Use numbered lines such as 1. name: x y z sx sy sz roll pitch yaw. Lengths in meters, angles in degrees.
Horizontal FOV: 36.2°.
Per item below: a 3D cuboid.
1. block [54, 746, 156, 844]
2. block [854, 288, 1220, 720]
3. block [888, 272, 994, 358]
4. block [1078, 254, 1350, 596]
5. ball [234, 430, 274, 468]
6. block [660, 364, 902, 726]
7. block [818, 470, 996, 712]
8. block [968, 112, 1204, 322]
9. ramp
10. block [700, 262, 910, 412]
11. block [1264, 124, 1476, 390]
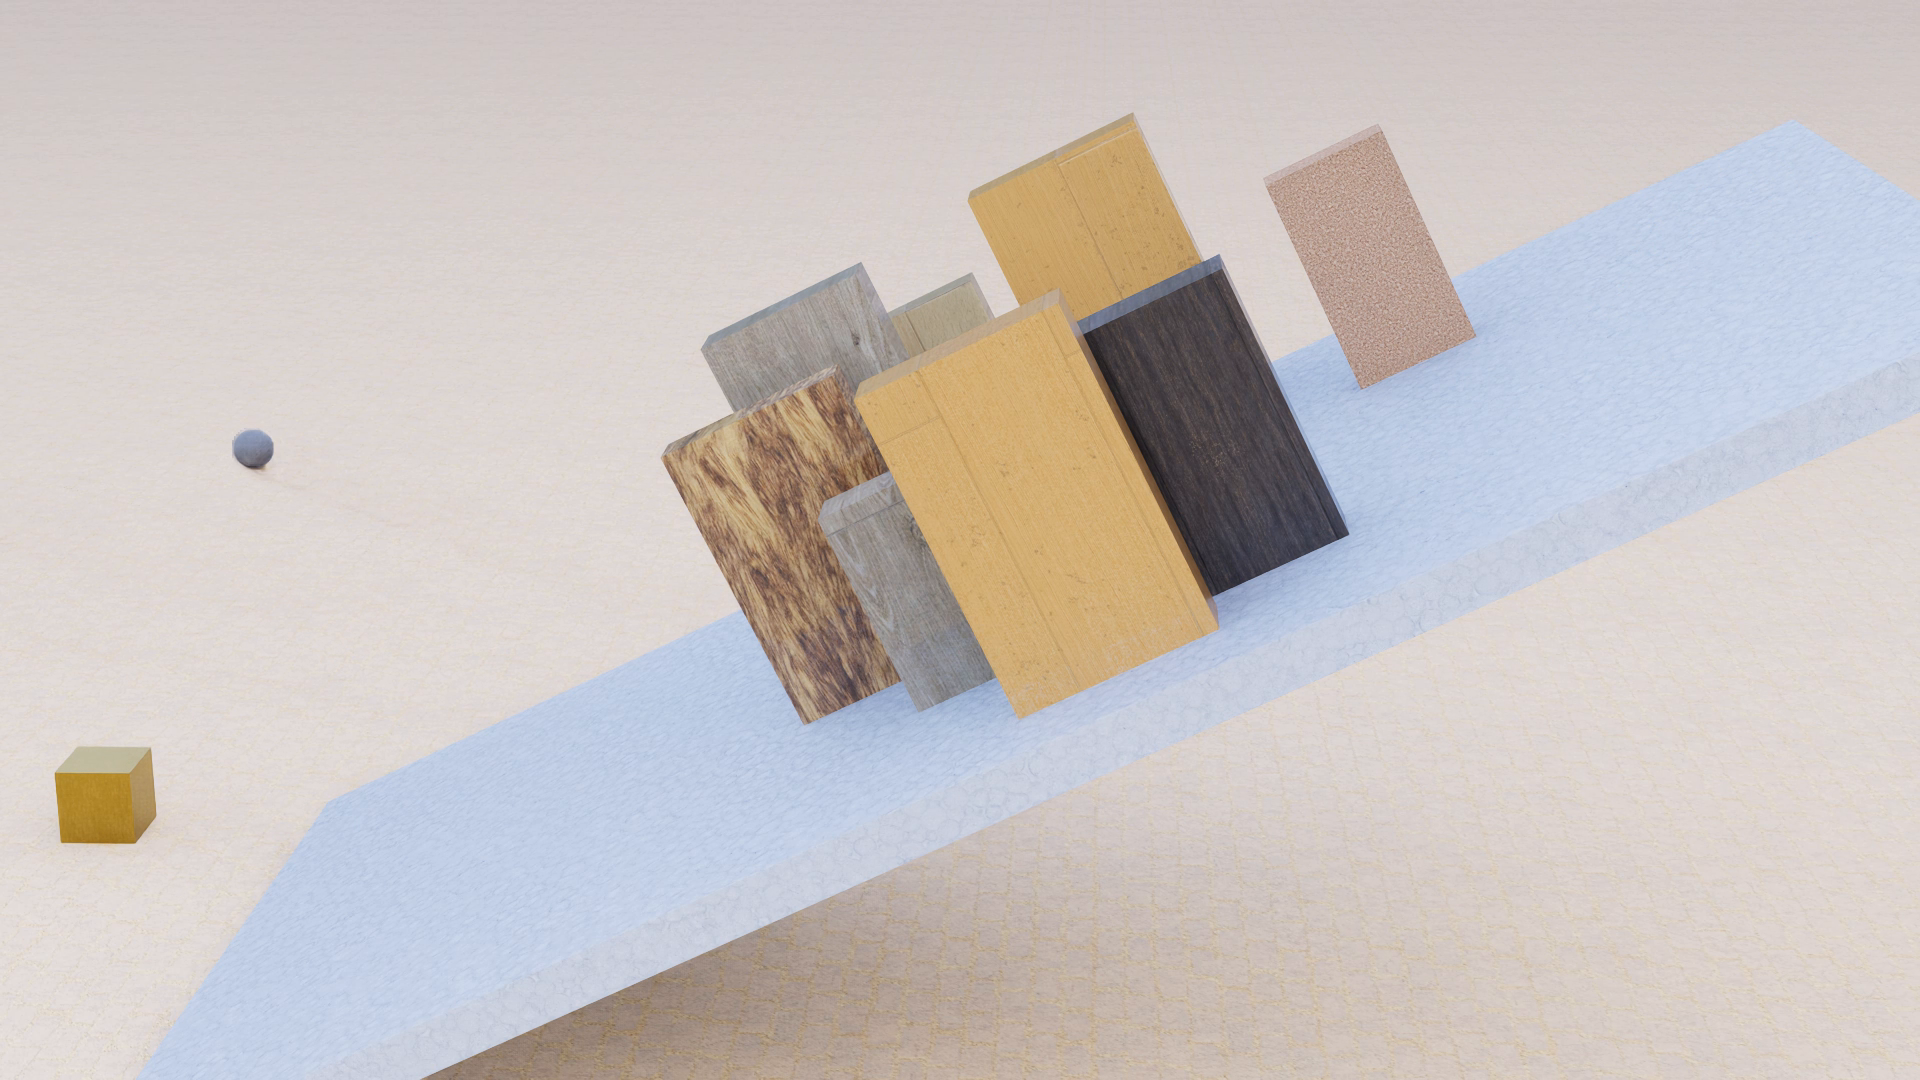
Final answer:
1. block: -2.203 0.657 7.591 0.192 0.192 0.192 0 16 1
2. block: 0.146 -0.064 5.448 0.413 0.681 0.141 -25 14 10
3. block: 0.010 -0.287 6.776 0.319 0.571 0.102 -25 14 10
4. block: 0.426 -0.189 5.616 0.425 0.570 0.145 -25 14 10
5. ball: -2.657 -0.342 11.068 0.149 0.149 0.149 0 16 0
6. block: -0.287 0.012 6.081 0.397 0.641 0.111 -25 14 10
7. block: -0.057 0.078 5.827 0.267 0.440 0.137 -25 14 10
8. block: 0.368 -0.570 6.831 0.421 0.718 0.133 -25 14 10
9. ramp: 0.138 0.168 6.281 4.000 0.100 2.000 -25 14 10
10. block: -0.204 -0.159 6.275 0.366 0.773 0.138 -25 14 10
11. block: 0.900 -0.622 6.463 0.276 0.504 0.105 -25 14 10
